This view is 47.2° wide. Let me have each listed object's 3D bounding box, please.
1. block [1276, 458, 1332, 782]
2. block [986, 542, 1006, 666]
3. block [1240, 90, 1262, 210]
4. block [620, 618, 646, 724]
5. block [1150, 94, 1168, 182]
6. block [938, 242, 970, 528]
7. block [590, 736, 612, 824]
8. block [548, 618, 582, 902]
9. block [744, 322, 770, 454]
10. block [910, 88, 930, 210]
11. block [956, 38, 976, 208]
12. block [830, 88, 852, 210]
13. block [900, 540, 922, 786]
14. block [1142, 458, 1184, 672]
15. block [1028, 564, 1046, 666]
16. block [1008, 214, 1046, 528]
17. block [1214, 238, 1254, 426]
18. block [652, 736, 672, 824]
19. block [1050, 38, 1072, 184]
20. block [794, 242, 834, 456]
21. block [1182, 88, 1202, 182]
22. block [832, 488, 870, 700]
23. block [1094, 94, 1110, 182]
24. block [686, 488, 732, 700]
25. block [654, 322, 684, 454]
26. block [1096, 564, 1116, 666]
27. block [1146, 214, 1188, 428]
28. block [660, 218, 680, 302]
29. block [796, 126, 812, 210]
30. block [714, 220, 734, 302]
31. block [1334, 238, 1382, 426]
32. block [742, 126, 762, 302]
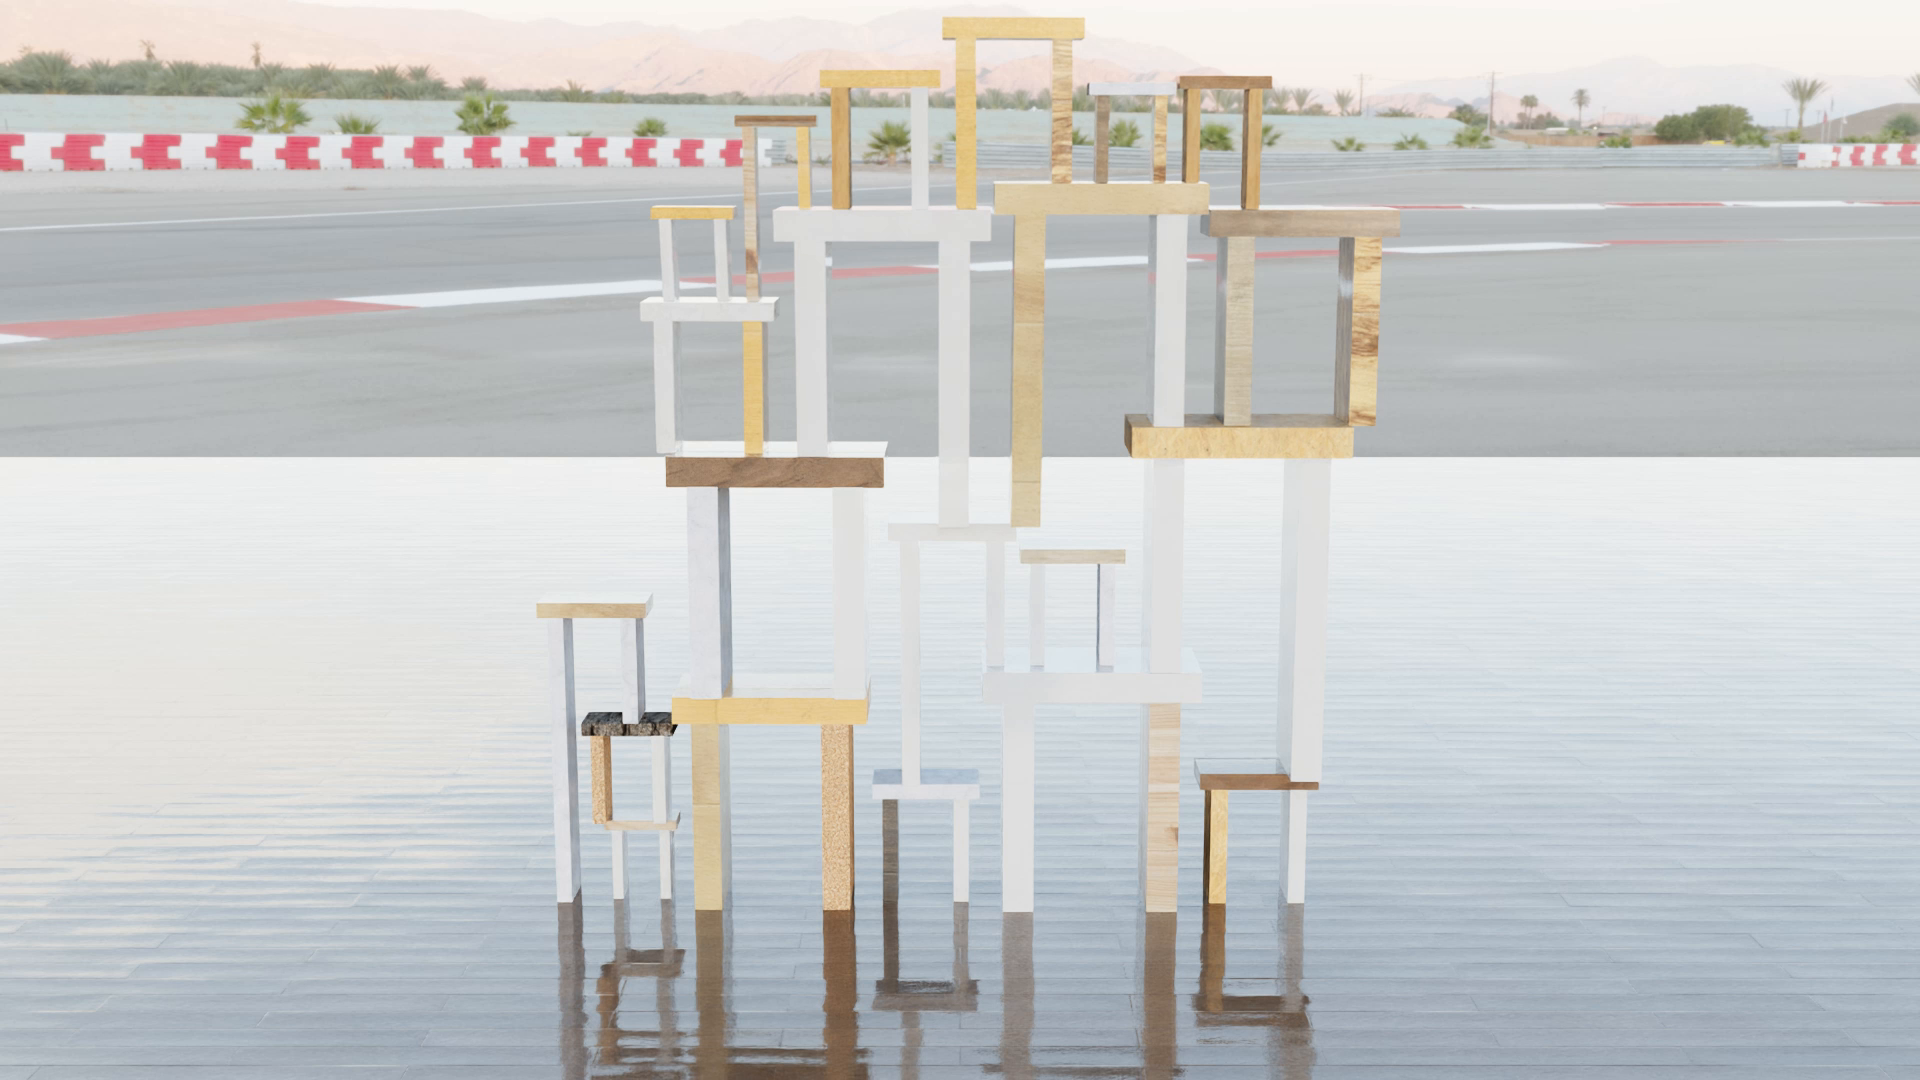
[{"bbox_3d":[0.558,0.115,3.578,0.049,0.525,0.173,0,11,0],"label":"block"},{"bbox_3d":[0.057,0.094,3.581,0.029,0.206,0.103,0,10,0],"label":"block"},{"bbox_3d":[0.456,-0.612,3.443,0.020,0.183,0.072,0,11,0],"label":"block"},{"bbox_3d":[-0.535,0.204,3.600,0.025,0.175,0.088,0,11,0],"label":"block"},{"bbox_3d":[0.311,-0.628,3.445,0.019,0.134,0.067,1,11,0],"label":"block"},{"bbox_3d":[-0.009,-0.256,3.510,0.047,0.448,0.167,0,11,0],"label":"block"},{"bbox_3d":[-0.591,0.385,3.626,0.021,0.148,0.074,0,11,0],"label":"block"},{"bbox_3d":[-0.652,0.354,3.628,0.025,0.480,0.088,0,11,0],"label":"block"},{"bbox_3d":[-0.325,-0.249,3.513,0.030,0.209,0.104,0,11,0],"label":"block"},{"bbox_3d":[-0.062,-0.614,3.446,0.026,0.185,0.093,0,11,0],"label":"block"},{"bbox_3d":[0.009,-0.651,3.441,0.031,0.259,0.109,0,10,0],"label":"block"},{"bbox_3d":[-0.186,-0.614,3.446,0.026,0.185,0.093,0,11,0],"label":"block"},{"bbox_3d":[-0.080,0.192,3.600,0.029,0.406,0.103,0,11,0],"label":"block"},{"bbox_3d":[0.328,0.027,3.562,0.049,0.346,0.173,0,11,0],"label":"block"},{"bbox_3d":[0.125,0.113,3.579,0.024,0.168,0.084,0,11,0],"label":"block"},{"bbox_3d":[0.106,-0.275,3.506,0.047,0.489,0.165,1,10,0],"label":"block"},{"bbox_3d":[0.436,-0.337,3.502,0.042,0.294,0.147,0,11,0],"label":"block"},{"bbox_3d":[-0.492,0.385,3.626,0.021,0.149,0.074,0,11,0],"label":"block"},{"bbox_3d":[0.157,-0.670,3.438,0.031,0.219,0.109,0,10,0],"label":"block"},{"bbox_3d":[-0.231,-0.310,3.499,0.047,0.335,0.167,0,11,0],"label":"block"},{"bbox_3d":[0.362,-0.631,3.438,0.020,0.143,0.072,0,11,0],"label":"block"},{"bbox_3d":[-0.176,0.071,3.569,0.049,0.343,0.171,0,11,0],"label":"block"},{"bbox_3d":[0.222,-0.628,3.445,0.019,0.134,0.067,0,11,0],"label":"block"},{"bbox_3d":[-0.405,0.070,3.570,0.049,0.343,0.171,0,11,0],"label":"block"},{"bbox_3d":[-0.465,-0.249,3.513,0.030,0.209,0.104,0,11,0],"label":"block"},{"bbox_3d":[0.237,0.113,3.579,0.024,0.168,0.084,0,11,0],"label":"block"},{"bbox_3d":[0.327,-0.354,3.492,0.047,0.329,0.165,0,11,0],"label":"block"},{"bbox_3d":[-0.459,-0.445,3.479,0.018,0.128,0.064,-1,11,1],"label":"block"},{"bbox_3d":[-0.243,-0.584,3.447,0.018,0.126,0.063,-1,11,0],"label":"block"},{"bbox_3d":[-0.374,-0.444,3.478,0.018,0.128,0.064,-1,11,1],"label":"block"},{"bbox_3d":[0.632,-0.337,3.500,0.042,0.294,0.147,0,11,0],"label":"block"},{"bbox_3d":[-0.327,-0.513,3.459,0.018,0.270,0.063,-1,11,0],"label":"block"}]
